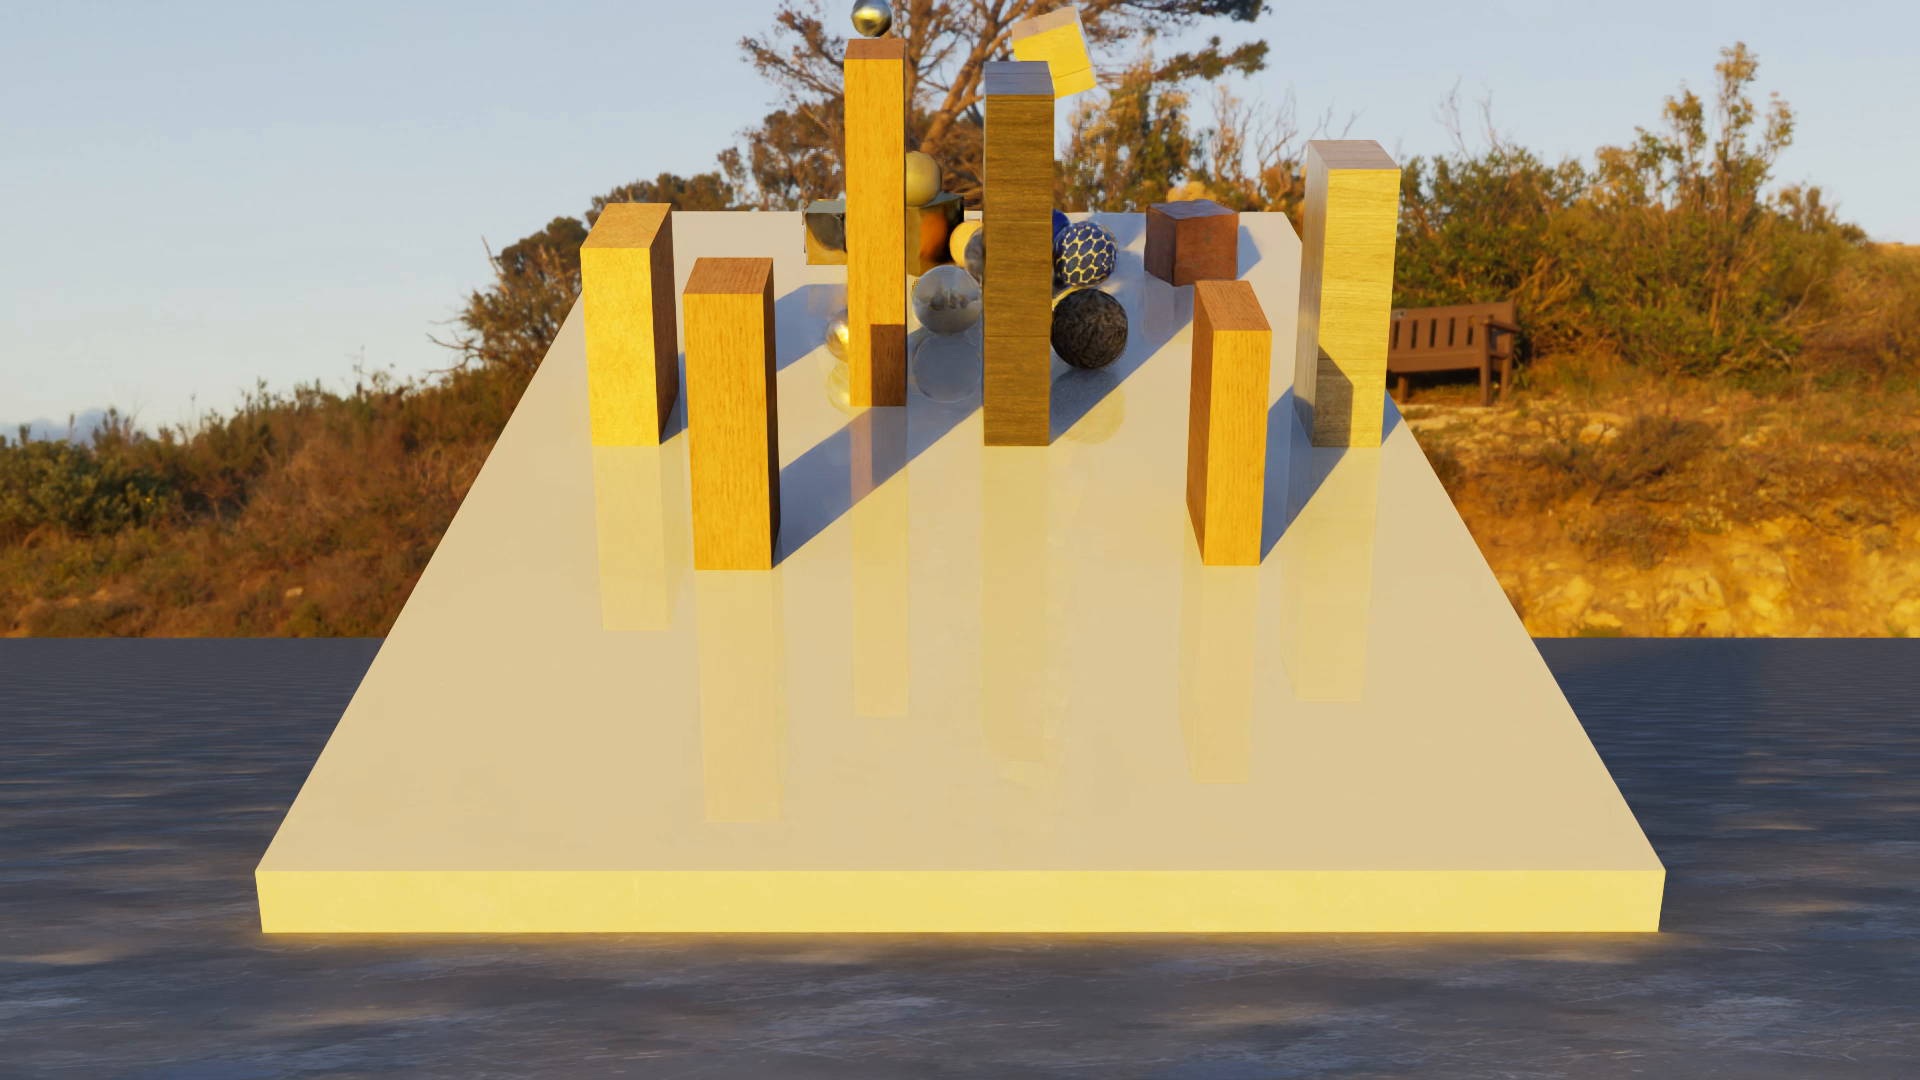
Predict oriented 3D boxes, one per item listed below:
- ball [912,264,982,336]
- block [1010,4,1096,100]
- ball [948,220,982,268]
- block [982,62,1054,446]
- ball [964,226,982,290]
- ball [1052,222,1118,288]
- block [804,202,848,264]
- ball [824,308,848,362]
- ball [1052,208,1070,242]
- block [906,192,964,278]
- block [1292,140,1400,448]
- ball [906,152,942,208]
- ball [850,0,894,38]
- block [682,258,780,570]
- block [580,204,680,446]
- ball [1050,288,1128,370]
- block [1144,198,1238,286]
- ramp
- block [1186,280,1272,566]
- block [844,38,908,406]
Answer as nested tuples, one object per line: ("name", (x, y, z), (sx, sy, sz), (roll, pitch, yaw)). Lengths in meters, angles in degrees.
("ball", (-0.032, -0.598, 5.709), (0.177, 0.177, 0.177), (0, -2, 0))
("block", (0.262, -1.356, 6.404), (0.189, 0.189, 0.189), (-15, 26, 10))
("ball", (0.040, -0.811, 6.297), (0.142, 0.142, 0.142), (0, -2, 0))
("block", (0.122, -0.628, 4.993), (0.140, 0.759, 0.394), (0, 22, 0))
("ball", (0.106, -0.746, 6.062), (0.195, 0.195, 0.195), (0, -2, 0))
("ball", (0.331, -0.763, 6.127), (0.179, 0.179, 0.179), (0, -2, 0))
("block", (-0.347, -0.860, 6.402), (0.146, 0.146, 0.146), (-1, 20, 6))
("ball", (-0.259, -0.491, 5.501), (0.131, 0.131, 0.131), (0, -2, 0))
("ball", (0.251, -0.870, 6.461), (0.134, 0.134, 0.134), (0, -2, 0))
("block", (-0.126, -0.857, 6.343), (0.192, 0.192, 0.192), (17, 27, 35))
("block", (0.835, -0.538, 4.975), (0.148, 0.607, 0.300), (0, 22, 0))
("ball", (-0.120, -0.972, 6.171), (0.149, 0.149, 0.149), (0, -2, 0))
("ball", (-0.243, -1.445, 6.315), (0.117, 0.117, 0.117), (0, -2, 0))
("block", (-0.426, -0.239, 4.313), (0.143, 0.534, 0.260), (0, 22, 0))
("block", (-0.724, -0.482, 5.059), (0.144, 0.437, 0.409), (0, 22, 0))
("ball", (0.306, -0.503, 5.451), (0.191, 0.191, 0.191), (0, -2, 0))
("block", (0.630, -0.813, 6.247), (0.185, 0.185, 0.185), (-8, 23, -20))
("ramp", (-0.006, -0.218, 5.125), (2.000, 0.100, 4.000), (0, 22, 0))
("block", (0.511, -0.229, 4.392), (0.105, 0.460, 0.348), (0, 22, 0))
("block", (-0.187, -0.719, 5.191), (0.127, 0.783, 0.278), (0, 22, 0))
